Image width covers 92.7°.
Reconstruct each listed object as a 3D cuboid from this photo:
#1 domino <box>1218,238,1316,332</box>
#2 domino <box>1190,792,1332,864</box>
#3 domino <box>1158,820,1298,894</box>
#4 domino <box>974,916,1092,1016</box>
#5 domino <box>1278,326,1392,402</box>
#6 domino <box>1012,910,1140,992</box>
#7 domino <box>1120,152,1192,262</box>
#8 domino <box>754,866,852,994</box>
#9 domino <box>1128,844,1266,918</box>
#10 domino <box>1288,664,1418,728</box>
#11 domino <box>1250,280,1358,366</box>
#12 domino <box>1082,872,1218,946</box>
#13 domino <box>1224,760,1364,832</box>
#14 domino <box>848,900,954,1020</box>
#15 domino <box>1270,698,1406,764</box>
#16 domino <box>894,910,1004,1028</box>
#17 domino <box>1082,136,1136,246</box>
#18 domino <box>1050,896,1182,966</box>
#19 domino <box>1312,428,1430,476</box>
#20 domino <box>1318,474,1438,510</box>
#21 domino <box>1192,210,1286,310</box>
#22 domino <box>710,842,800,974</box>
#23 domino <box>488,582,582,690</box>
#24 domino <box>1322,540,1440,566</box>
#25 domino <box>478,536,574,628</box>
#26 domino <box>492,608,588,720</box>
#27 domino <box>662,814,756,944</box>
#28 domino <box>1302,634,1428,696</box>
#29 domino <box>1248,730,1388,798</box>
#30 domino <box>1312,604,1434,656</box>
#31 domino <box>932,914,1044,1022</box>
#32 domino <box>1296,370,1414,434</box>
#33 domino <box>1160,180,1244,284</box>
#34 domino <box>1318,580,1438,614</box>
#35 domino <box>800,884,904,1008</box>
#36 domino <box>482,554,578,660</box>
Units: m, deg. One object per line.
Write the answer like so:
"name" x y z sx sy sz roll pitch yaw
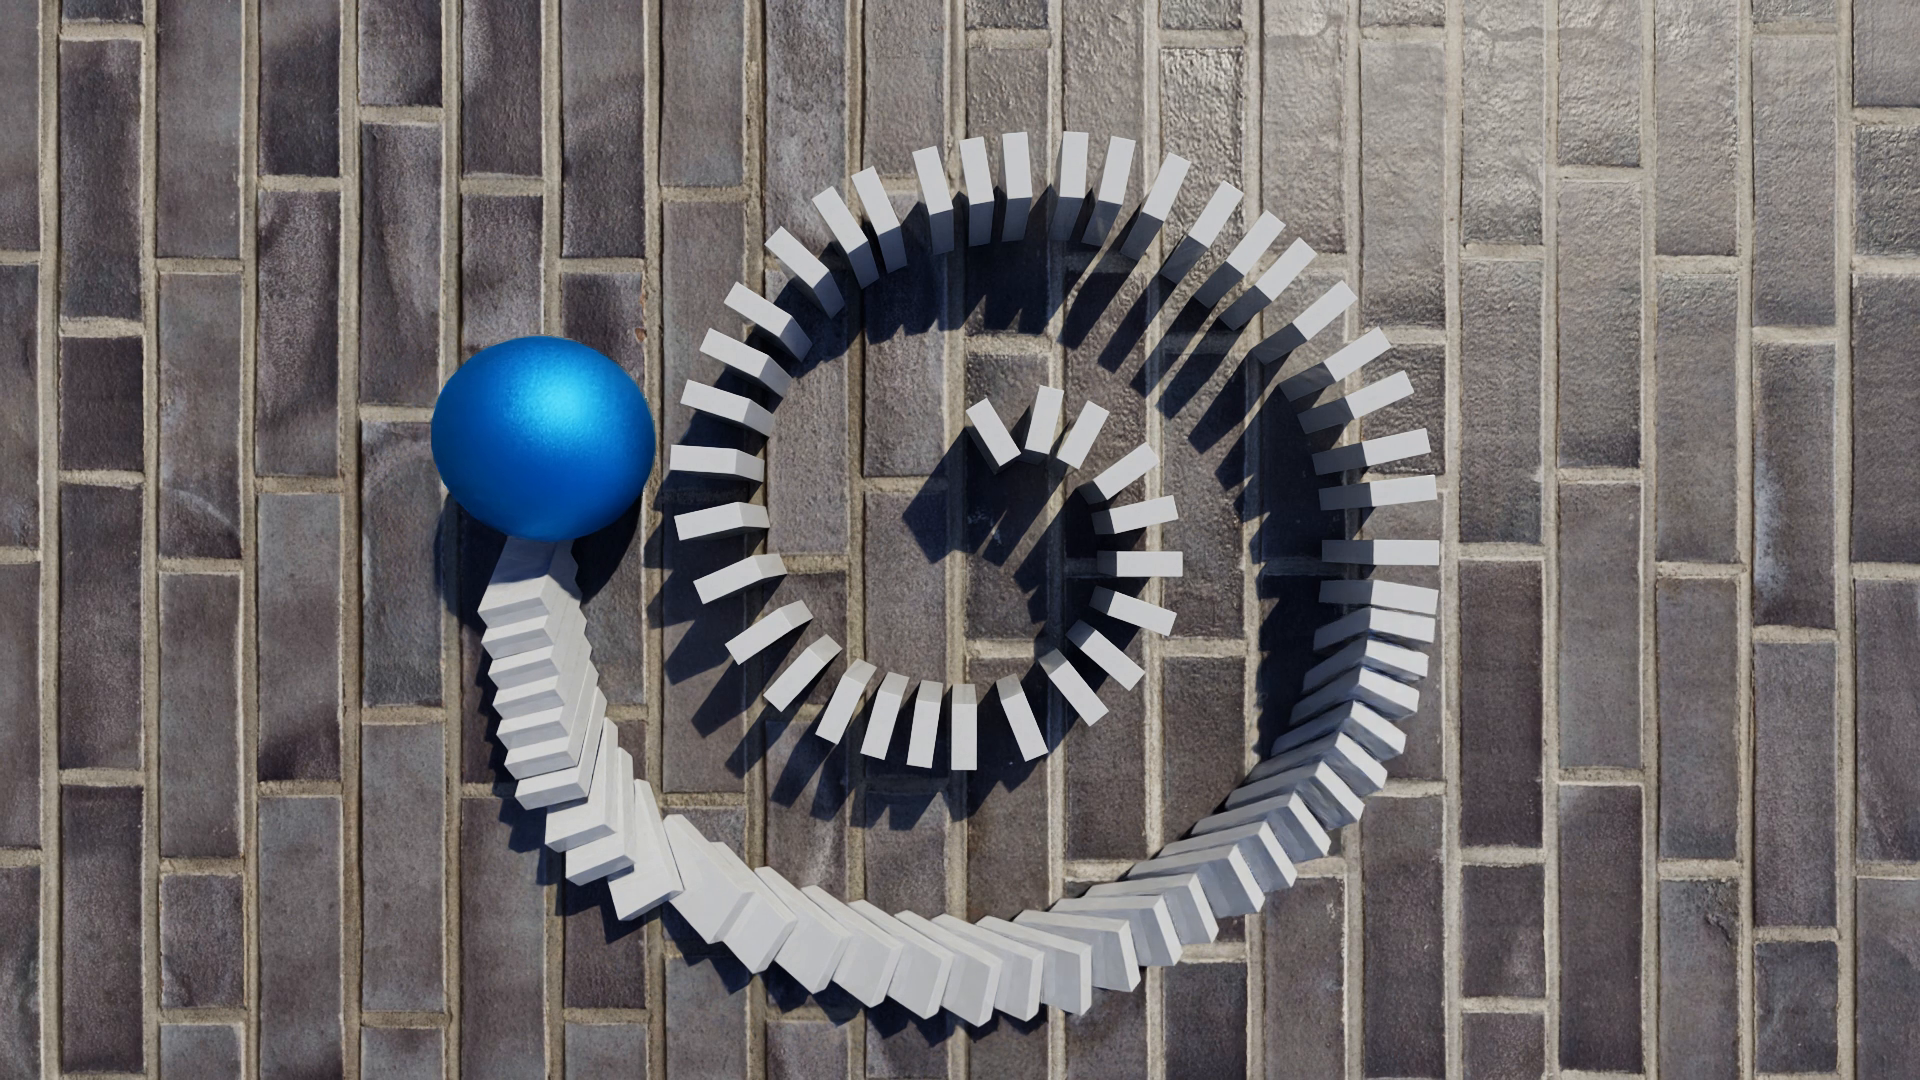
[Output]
"domino" 0.125 -0.103 0.375 0.010 0.050 0.025 43 90 0
"domino" 0.124 0.123 0.380 0.050 0.010 0.025 -36 90 41
"domino" 0.110 0.135 0.381 0.050 0.009 0.025 -32 90 39
"domino" 0.030 0.176 0.381 0.050 0.010 0.025 1 93 34
"domino" 0.152 -0.071 0.375 0.025 0.050 0.009 -33 90 0
"domino" 0.048 0.170 0.381 0.050 0.010 0.025 -10 93 35
"domino" 0.079 -0.135 0.375 0.009 0.050 0.025 24 90 0
"domino" -0.071 0.162 0.384 0.050 0.010 0.025 27 90 28
"domino" 0.097 0.144 0.381 0.050 0.009 0.025 -29 90 39
"domino" 0.160 0.069 0.376 0.025 0.050 0.009 26 57 0
"domino" 0.139 -0.088 0.375 0.025 0.050 0.009 -40 90 0
"domino" 0.079 0.156 0.382 0.050 0.009 0.025 -22 90 34
"domino" 0.137 0.110 0.378 0.025 0.050 0.010 47 47 0
"domino" -0.028 0.174 0.383 0.050 0.009 0.025 16 90 32
"domino" 0.154 0.085 0.377 0.025 0.050 0.010 36 52 0
"domino" -0.008 0.177 0.382 0.050 0.009 0.025 13 92 33
"domino" 0.060 -0.141 0.375 0.009 0.050 0.025 12 90 0
"domino" 0.064 0.163 0.381 0.050 0.009 0.025 -19 92 36
"domino" 0.167 -0.035 0.375 0.025 0.050 0.010 -12 90 0
"domino" 0.169 -0.019 0.375 0.025 0.050 0.009 -6 90 0
"domino" 0.113 -0.113 0.375 0.010 0.050 0.025 39 90 0
"domino" -0.093 0.153 0.385 0.050 0.010 0.025 33 90 27
"domino" -0.174 0.038 0.377 0.025 0.050 0.009 -15 128 0
"domino" 0.171 0.005 0.375 0.025 0.050 0.010 1 90 0
"domino" -0.178 0.014 0.377 0.025 0.050 0.010 -14 128 0
"domino" -0.172 0.050 0.377 0.025 0.050 0.009 -15 128 0
"domino" -0.111 0.141 0.385 0.050 0.009 0.025 34 90 26
"domino" 0.165 0.055 0.376 0.025 0.050 0.009 20 62 0
"domino" 0.146 0.098 0.378 0.025 0.050 0.010 42 50 0
"domino" 0.168 0.039 0.375 0.025 0.050 0.010 13 72 0
"domino" 0.010 0.177 0.382 0.050 0.009 0.025 6 90 34
"domino" 0.160 -0.055 0.375 0.025 0.050 0.010 -24 90 0
"domino" 0.098 -0.124 0.375 0.010 0.050 0.025 33 90 0
"domino" 0.170 0.023 0.375 0.025 0.050 0.010 9 87 0
"domino" -0.050 0.169 0.383 0.050 0.010 0.025 21 90 30
"domino" -0.176 0.026 0.377 0.025 0.050 0.010 -14 128 0
